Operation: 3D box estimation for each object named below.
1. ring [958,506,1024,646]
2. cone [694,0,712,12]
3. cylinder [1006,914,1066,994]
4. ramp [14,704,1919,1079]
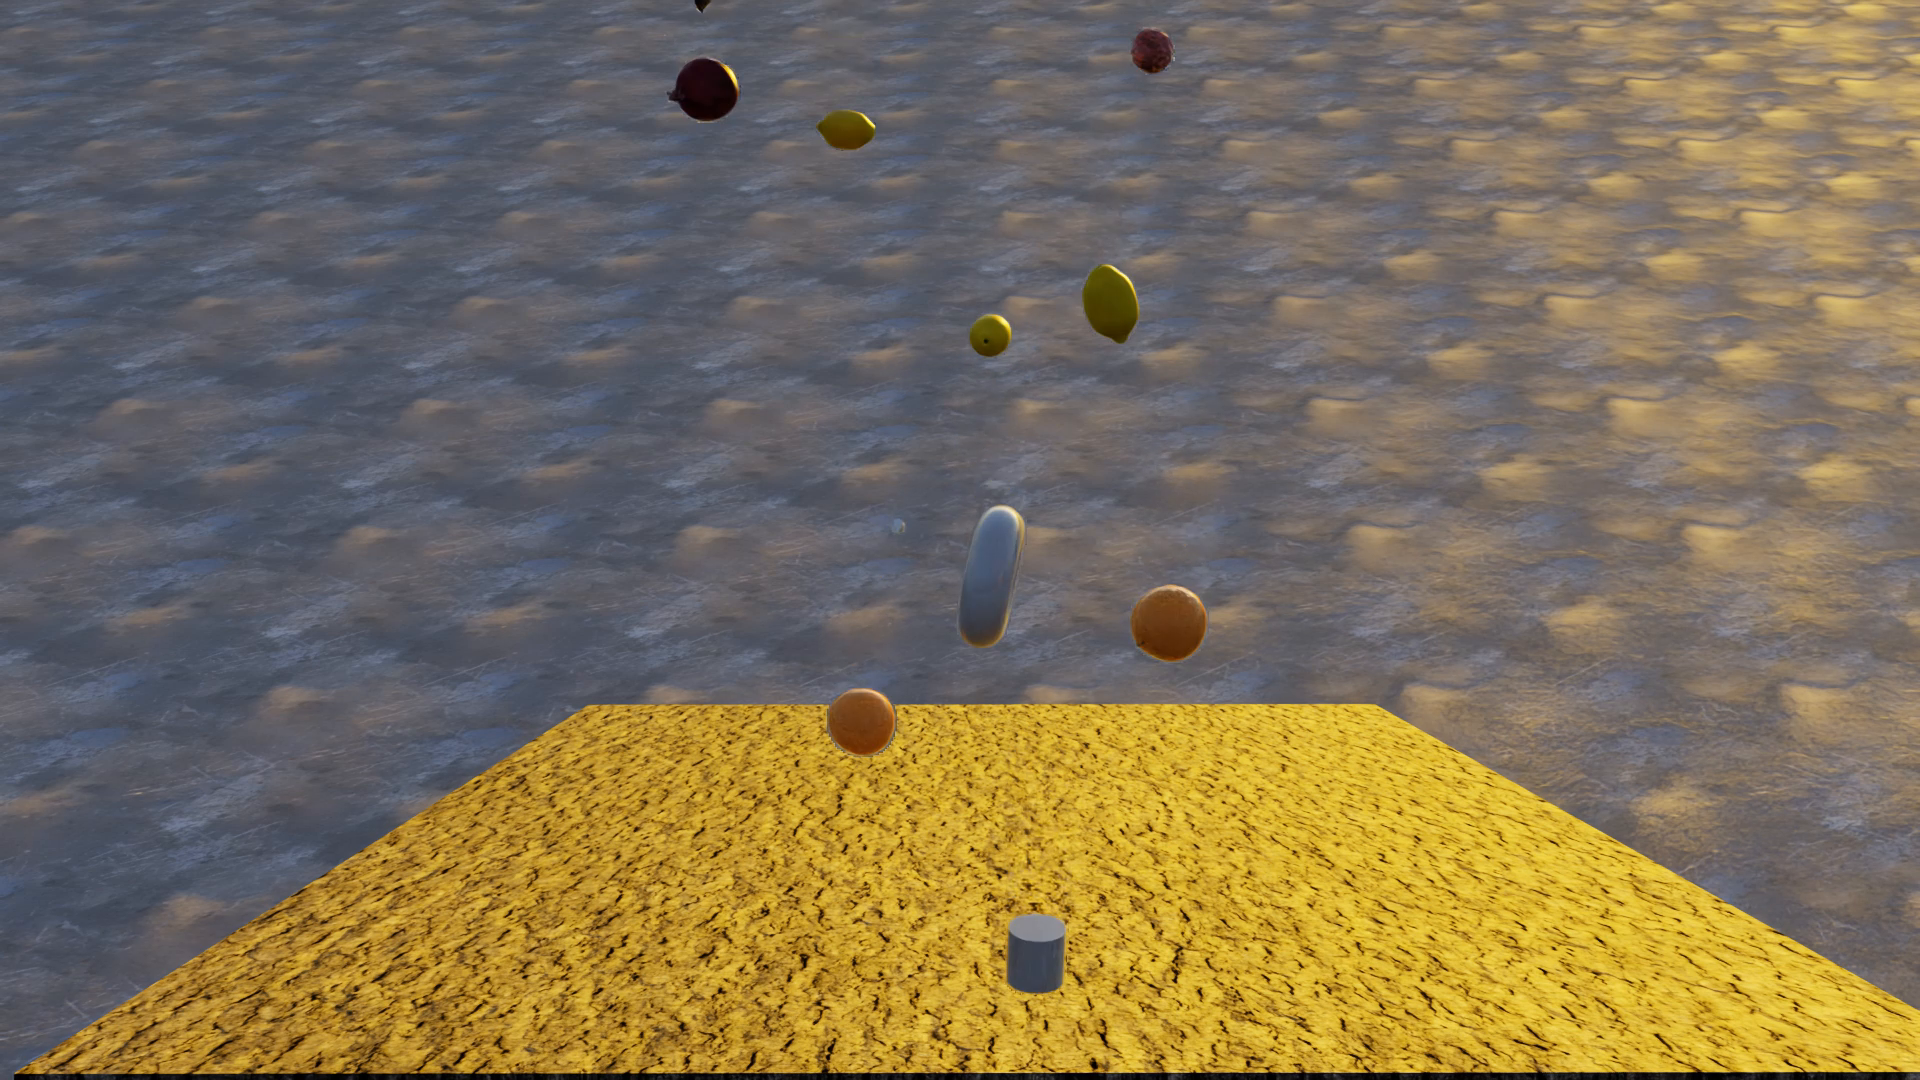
[{"bbox_3d":[0.032,0.037,2.643,0.049,0.148,0.148,12,26,3],"label":"ring"},{"bbox_3d":[-0.234,-0.498,2.343,0.053,0.053,0.053,5,54,-7],"label":"cone"},{"bbox_3d":[0.078,0.424,2.642,0.060,0.060,0.060,2,20,-1],"label":"cylinder"},{"bbox_3d":[0.058,0.524,4.562,2.000,0.100,4.000,0,2,0],"label":"ramp"}]
